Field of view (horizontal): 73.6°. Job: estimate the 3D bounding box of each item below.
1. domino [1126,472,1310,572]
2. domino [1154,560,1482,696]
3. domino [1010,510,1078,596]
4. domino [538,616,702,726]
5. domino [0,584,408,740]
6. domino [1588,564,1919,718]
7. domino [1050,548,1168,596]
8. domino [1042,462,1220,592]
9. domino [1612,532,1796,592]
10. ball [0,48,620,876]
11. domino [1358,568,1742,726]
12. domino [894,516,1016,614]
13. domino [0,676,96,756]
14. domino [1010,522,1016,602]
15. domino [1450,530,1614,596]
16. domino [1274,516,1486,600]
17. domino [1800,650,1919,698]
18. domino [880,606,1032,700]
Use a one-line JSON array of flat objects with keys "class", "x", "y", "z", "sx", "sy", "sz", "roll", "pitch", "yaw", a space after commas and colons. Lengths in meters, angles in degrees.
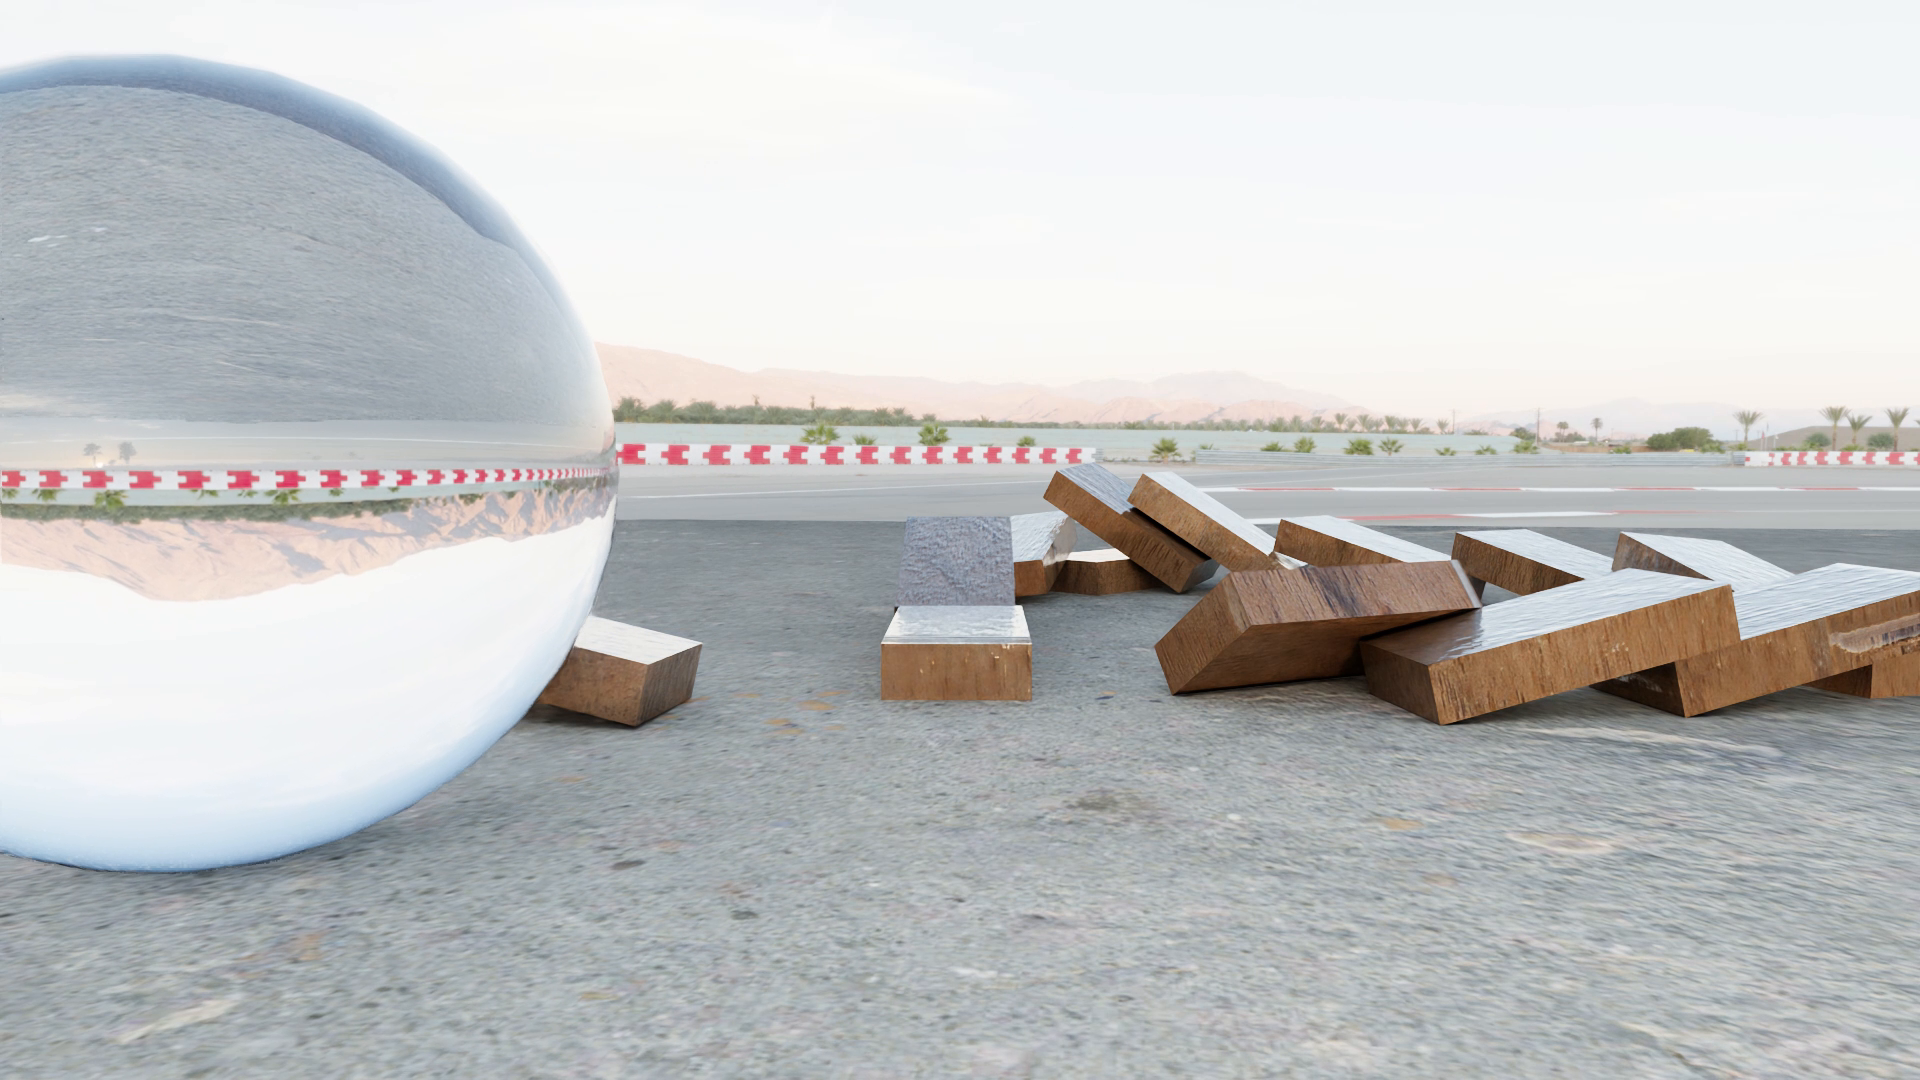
[{"class": "domino", "x": 0.075, "y": -0.002, "z": 0.372, "sx": 0.050, "sy": 0.009, "sz": 0.025, "roll": 36, "pitch": 19, "yaw": 21}, {"class": "domino", "x": 0.062, "y": 0.015, "z": 0.221, "sx": 0.050, "sy": 0.009, "sz": 0.025, "roll": -2, "pitch": -31, "yaw": -26}, {"class": "domino", "x": 0.017, "y": 0.004, "z": 0.364, "sx": 0.025, "sy": 0.009, "sz": 0.050, "roll": -6, "pitch": 15, "yaw": 16}, {"class": "domino", "x": -0.070, "y": 0.017, "z": 0.205, "sx": 0.050, "sy": 0.010, "sz": 0.025, "roll": 13, "pitch": 4, "yaw": 6}, {"class": "domino", "x": -0.112, "y": 0.018, "z": 0.192, "sx": 0.050, "sy": 0.009, "sz": 0.025, "roll": 13, "pitch": 2, "yaw": -11}, {"class": "domino", "x": 0.134, "y": 0.016, "z": 0.214, "sx": 0.050, "sy": 0.009, "sz": 0.025, "roll": -15, "pitch": 6, "yaw": -5}, {"class": "domino", "x": 0.047, "y": 0.009, "z": 0.386, "sx": 0.025, "sy": 0.010, "sz": 0.050, "roll": 4, "pitch": 6, "yaw": 45}, {"class": "domino", "x": 0.052, "y": -0.005, "z": 0.378, "sx": 0.050, "sy": 0.009, "sz": 0.025, "roll": 36, "pitch": 26, "yaw": 22}, {"class": "domino", "x": 0.169, "y": 0.011, "z": 0.283, "sx": 0.025, "sy": 0.009, "sz": 0.050, "roll": 5, "pitch": 16, "yaw": -3}, {"class": "ball", "x": -0.076, "y": -0.007, "z": 0.130, "sx": 0.080, "sy": 0.080, "sz": 0.080, "roll": 0, "pitch": 4, "yaw": 0}, {"class": "domino", "x": 0.094, "y": 0.016, "z": 0.208, "sx": 0.050, "sy": 0.010, "sz": 0.025, "roll": -14, "pitch": 6, "yaw": -5}, {"class": "domino", "x": -0.001, "y": 0.008, "z": 0.289, "sx": 0.025, "sy": 0.009, "sz": 0.050, "roll": 0, "pitch": 23, "yaw": 1}, {"class": "domino", "x": -0.154, "y": 0.018, "z": 0.180, "sx": 0.050, "sy": 0.010, "sz": 0.025, "roll": 13, "pitch": 0, "yaw": -17}, {"class": "domino", "x": 0.001, "y": 0.008, "z": 0.320, "sx": 0.025, "sy": 0.009, "sz": 0.050, "roll": 0, "pitch": 19, "yaw": 1}, {"class": "domino", "x": 0.150, "y": 0.009, "z": 0.317, "sx": 0.025, "sy": 0.009, "sz": 0.050, "roll": -2, "pitch": 17, "yaw": -24}, {"class": "domino", "x": 0.115, "y": 0.005, "z": 0.351, "sx": 0.025, "sy": 0.010, "sz": 0.050, "roll": -4, "pitch": 20, "yaw": -43}, {"class": "domino", "x": 0.172, "y": 0.020, "z": 0.234, "sx": 0.050, "sy": 0.010, "sz": 0.025, "roll": -1, "pitch": 5, "yaw": -18}, {"class": "domino", "x": 0.000, "y": 0.020, "z": 0.238, "sx": 0.025, "sy": 0.009, "sz": 0.050, "roll": 0, "pitch": 4, "yaw": 1}]
